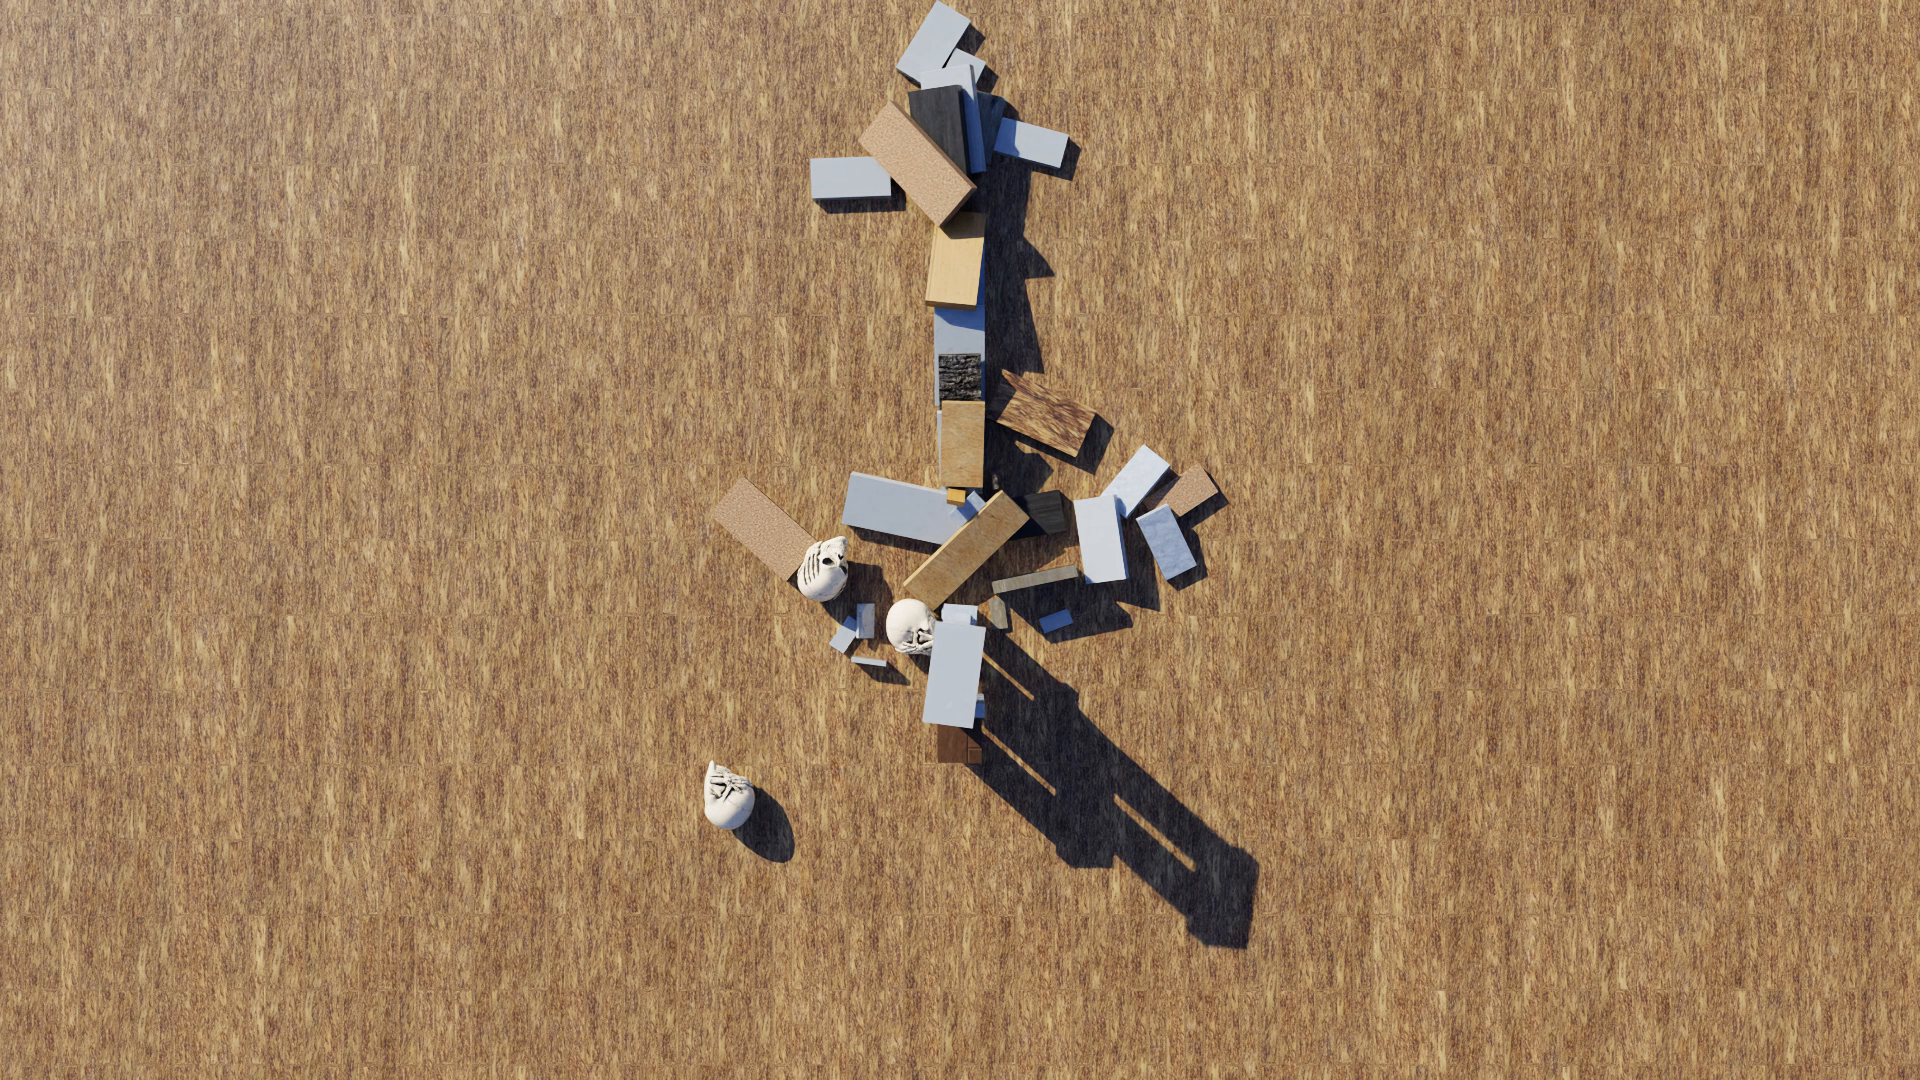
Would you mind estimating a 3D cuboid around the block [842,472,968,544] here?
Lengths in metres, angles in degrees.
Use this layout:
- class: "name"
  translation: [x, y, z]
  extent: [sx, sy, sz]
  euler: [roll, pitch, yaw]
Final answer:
- class: "block"
  translation: [-0.169, -0.098, 5.455]
  extent: [0.419, 0.048, 0.169]
  euler: [12, 105, 0]

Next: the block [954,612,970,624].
- class: "block"
  translation: [0.006, 0.257, 5.167]
  extent: [0.051, 0.177, 0.015]
  euler: [6, 100, 0]

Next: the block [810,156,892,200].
- class: "block"
  translation: [-0.362, -1.202, 5.481]
  extent: [0.262, 0.037, 0.131]
  euler: [-2, 90, 0]

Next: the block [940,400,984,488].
- class: "block"
  translation: [0.008, -0.313, 5.391]
  extent: [0.139, 0.039, 0.278]
  euler: [1, 107, 0]

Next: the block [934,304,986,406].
- class: "block"
  translation: [-0.001, -0.611, 5.442]
  extent: [0.165, 0.047, 0.330]
  euler: [0, 102, 0]

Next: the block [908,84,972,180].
- class: "block"
  translation: [-0.063, -1.301, 5.398]
  extent: [0.172, 0.049, 0.344]
  euler: [-3, 99, 20]

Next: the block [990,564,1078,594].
- class: "block"
  translation: [0.243, 0.127, 5.430]
  extent: [0.279, 0.140, 0.040]
  euler: [-12, 90, 0]

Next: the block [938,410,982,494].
- class: "block"
  translation: [0.000, -0.289, 5.440]
  extent: [0.139, 0.039, 0.278]
  euler: [-2, 107, 1]

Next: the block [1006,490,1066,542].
- class: "block"
  translation: [0.203, -0.075, 5.480]
  extent: [0.279, 0.040, 0.140]
  euler: [-10, 90, 0]

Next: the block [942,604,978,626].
- class: "block"
  translation: [-0.005, 0.314, 5.270]
  extent: [0.107, 0.030, 0.214]
  euler: [4, 90, 0]

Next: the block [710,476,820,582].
- class: "block"
  translation: [-0.647, -0.037, 5.476]
  extent: [0.338, 0.048, 0.169]
  euler: [41, 90, 0]

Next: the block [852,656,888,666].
- class: "block"
  translation: [-0.301, 0.402, 5.471]
  extent: [0.115, 0.058, 0.016]
  euler: [8, 90, 0]

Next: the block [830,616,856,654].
- class: "block"
  translation: [-0.379, 0.314, 5.492]
  extent: [0.058, 0.016, 0.115]
  euler: [34, 90, 0]

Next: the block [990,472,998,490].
- class: "block"
  translation: [0.114, -0.195, 5.442]
  extent: [0.016, 0.115, 0.058]
  euler: [-8, 90, 0]

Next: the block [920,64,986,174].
- class: "block"
  translation: [-0.022, -1.374, 5.426]
  extent: [0.172, 0.049, 0.344]
  euler: [-5, 99, 18]

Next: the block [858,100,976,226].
- class: "block"
  translation: [-0.140, -1.228, 5.385]
  extent: [0.403, 0.049, 0.172]
  euler: [48, 115, 9]

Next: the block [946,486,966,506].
- class: "block"
  translation: [-0.013, -0.147, 5.402]
  extent: [0.058, 0.115, 0.016]
  euler: [10, 118, -3]

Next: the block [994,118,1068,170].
- class: "block"
  translation: [0.236, -1.318, 5.484]
  extent: [0.228, 0.032, 0.114]
  euler: [15, 90, 0]

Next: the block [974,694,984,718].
- class: "block"
  translation: [-0.001, 0.505, 5.032]
  extent: [0.149, 0.298, 0.042]
  euler: [0, 90, 0]

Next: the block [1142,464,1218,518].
- class: "block"
  translation: [0.730, -0.145, 5.484]
  extent: [0.228, 0.032, 0.114]
  euler: [-33, 90, 0]

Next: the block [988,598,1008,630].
- class: "block"
  translation: [0.127, 0.245, 5.493]
  extent: [0.051, 0.015, 0.103]
  euler: [-7, 90, 0]

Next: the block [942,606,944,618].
- class: "block"
  translation: [-0.005, 0.238, 5.393]
  extent: [0.107, 0.214, 0.030]
  euler: [0, 90, 0]

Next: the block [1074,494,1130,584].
- class: "block"
  translation: [0.468, -0.002, 5.454]
  extent: [0.140, 0.040, 0.279]
  euler: [-9, 90, 24]

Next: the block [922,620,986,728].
- class: "block"
  translation: [-0.017, 0.396, 4.862]
  extent: [0.149, 0.042, 0.298]
  euler: [7, 90, 0]

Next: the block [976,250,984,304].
- class: "block"
  translation: [-0.001, -0.835, 5.477]
  extent: [0.165, 0.047, 0.330]
  euler: [0, 90, 0]

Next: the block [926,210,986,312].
- class: "block"
  translation: [-0.012, -0.918, 5.405]
  extent: [0.165, 0.047, 0.330]
  euler: [6, 74, 2]

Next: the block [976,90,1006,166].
- class: "block"
  translation: [0.072, -1.369, 5.484]
  extent: [0.114, 0.032, 0.228]
  euler: [14, 90, 0]

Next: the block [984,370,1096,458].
- class: "block"
  translation: [0.263, -0.420, 5.476]
  extent: [0.338, 0.048, 0.169]
  euler: [24, 90, 0]

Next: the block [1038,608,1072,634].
- class: "block"
  translation: [0.320, 0.269, 5.493]
  extent: [0.103, 0.015, 0.051]
  euler: [-21, 90, 0]

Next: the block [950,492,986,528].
- class: "block"
  translation: [0.026, -0.102, 5.410]
  extent: [0.115, 0.016, 0.058]
  euler: [-43, 98, 12]

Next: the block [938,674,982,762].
- class: "block"
  translation: [-0.001, 0.561, 5.201]
  extent: [0.139, 0.040, 0.279]
  euler: [0, 90, 0]

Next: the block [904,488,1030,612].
- class: "block"
  translation: [0.021, 0.036, 5.436]
  extent: [0.453, 0.037, 0.131]
  euler: [-44, 107, 7]

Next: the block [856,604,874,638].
- class: "block"
  translation: [-0.314, 0.268, 5.479]
  extent: [0.058, 0.016, 0.115]
  euler: [1, 90, -28]

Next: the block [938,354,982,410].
- class: "block"
  translation: [0.001, -0.472, 5.425]
  extent: [0.139, 0.039, 0.278]
  euler: [-1, 107, 0]

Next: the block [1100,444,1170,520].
- class: "block"
  translation: [0.581, -0.192, 5.468]
  extent: [0.114, 0.032, 0.228]
  euler: [40, 90, 17]

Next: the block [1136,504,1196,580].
- class: "block"
  translation: [0.683, 0.007, 5.461]
  extent: [0.114, 0.032, 0.228]
  euler: [-27, 102, 0]

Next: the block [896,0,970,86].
- class: "block"
  translation: [-0.088, -1.644, 5.481]
  extent: [0.131, 0.037, 0.262]
  euler: [32, 90, 0]

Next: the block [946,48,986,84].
- class: "block"
  translation: [-0.013, -1.506, 5.484]
  extent: [0.114, 0.032, 0.228]
  euler: [25, 90, 0]
